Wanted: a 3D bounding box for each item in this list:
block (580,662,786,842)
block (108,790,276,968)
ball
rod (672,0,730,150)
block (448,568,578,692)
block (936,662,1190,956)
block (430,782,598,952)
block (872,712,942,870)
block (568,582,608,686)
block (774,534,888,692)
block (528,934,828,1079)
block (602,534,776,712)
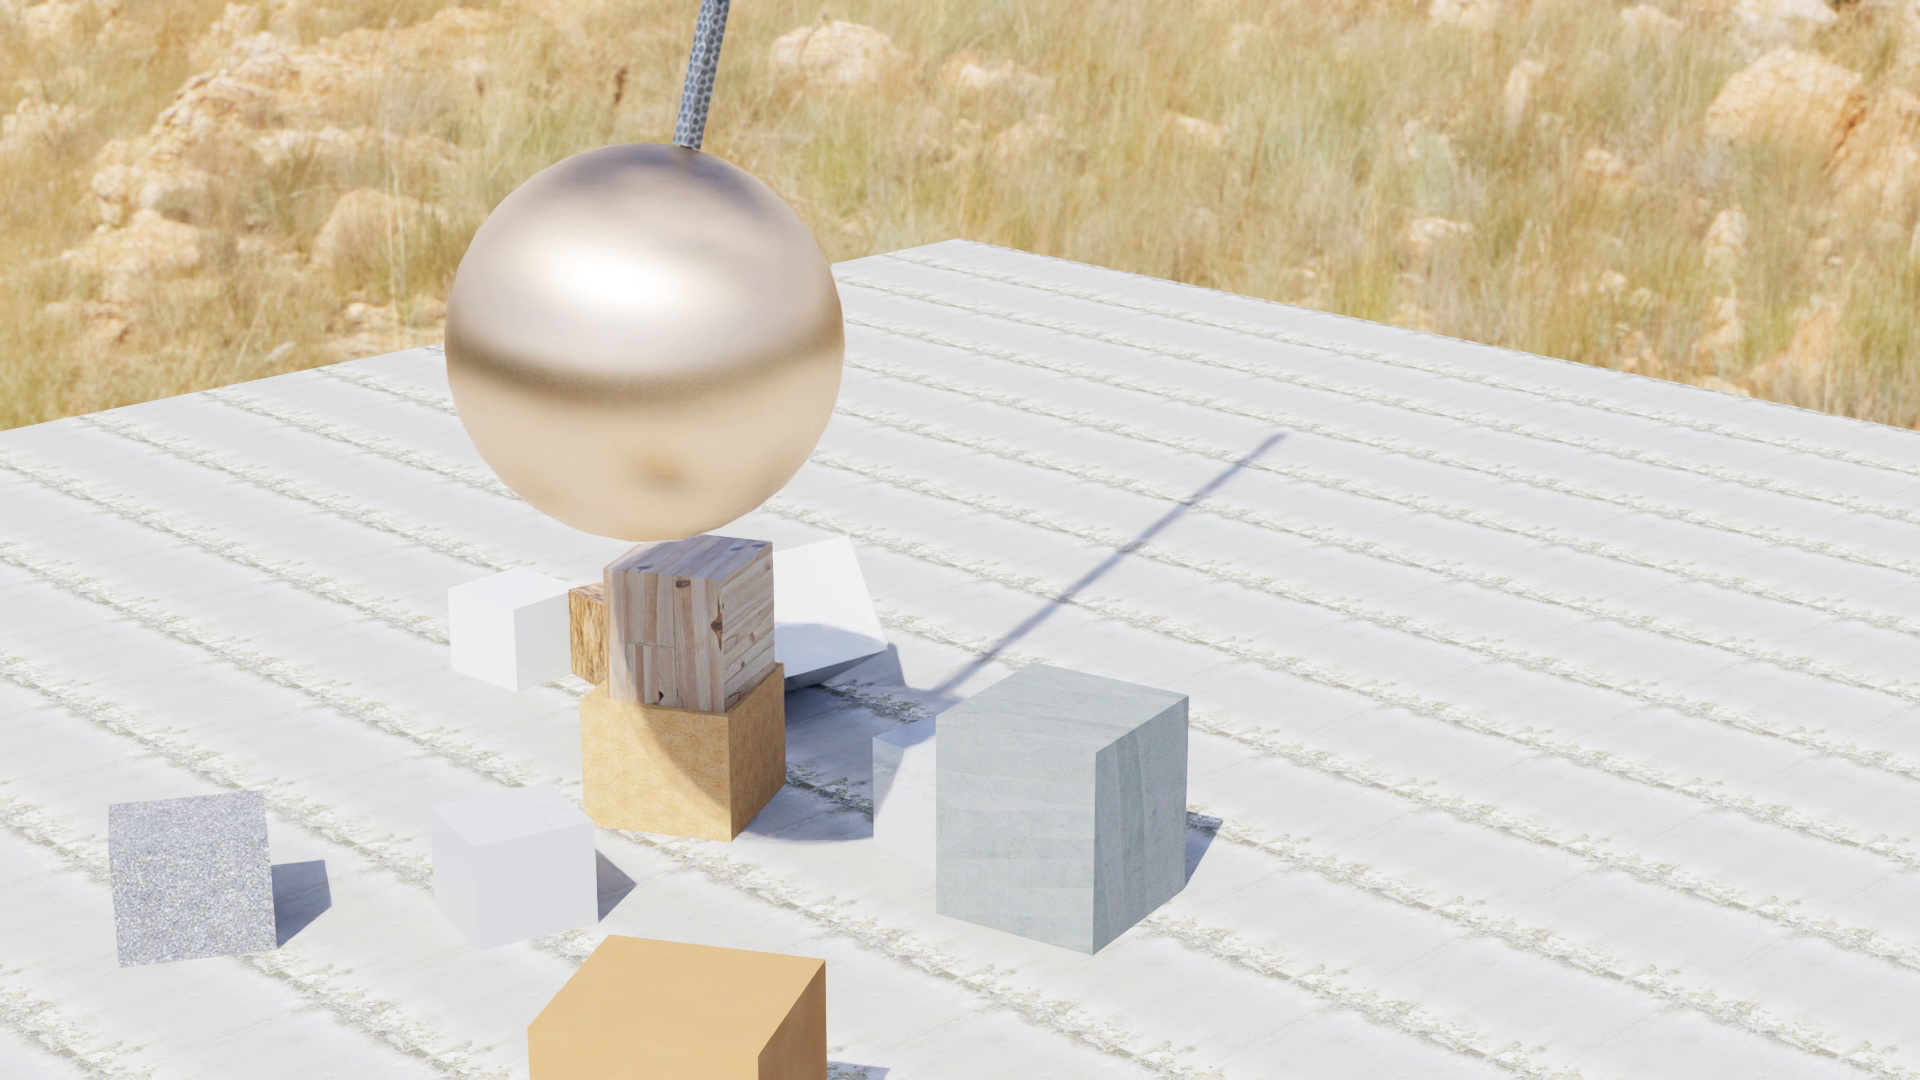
[{"bbox_3d":[-1.328,0.982,14.169,0.746,0.631,0.772,5,18,15],"label":"block"},{"bbox_3d":[-3.344,1.468,12.773,0.658,0.540,0.530,-5,18,-15],"label":"block"},{"bbox_3d":[-1.261,-0.791,11.772,1.600,1.600,1.600,0,17,0],"label":"ball"},{"bbox_3d":[-0.546,-4.102,11.480,0.080,5.200,0.080,17,7,42],"label":"rod"},{"bbox_3d":[-2.416,0.484,16.024,0.541,0.469,0.504,15,23,39],"label":"block"},{"bbox_3d":[0.456,1.176,13.037,0.805,0.939,0.827,11,20,31],"label":"block"},{"bbox_3d":[-1.972,1.436,12.959,0.561,0.490,0.525,-10,20,-29],"label":"block"},{"bbox_3d":[-0.010,1.168,13.722,0.580,0.542,0.538,-17,24,-42],"label":"block"},{"bbox_3d":[-1.768,0.515,15.898,0.482,0.485,0.528,-14,22,-37],"label":"block"},{"bbox_3d":[-0.948,0.440,15.469,0.746,0.645,0.646,-14,-9,-38],"label":"block"},{"bbox_3d":[-1.001,2.005,10.612,0.846,0.810,0.786,4,18,14],"label":"block"},{"bbox_3d":[-1.280,0.378,13.953,0.597,0.650,0.635,6,18,18],"label":"block"}]
